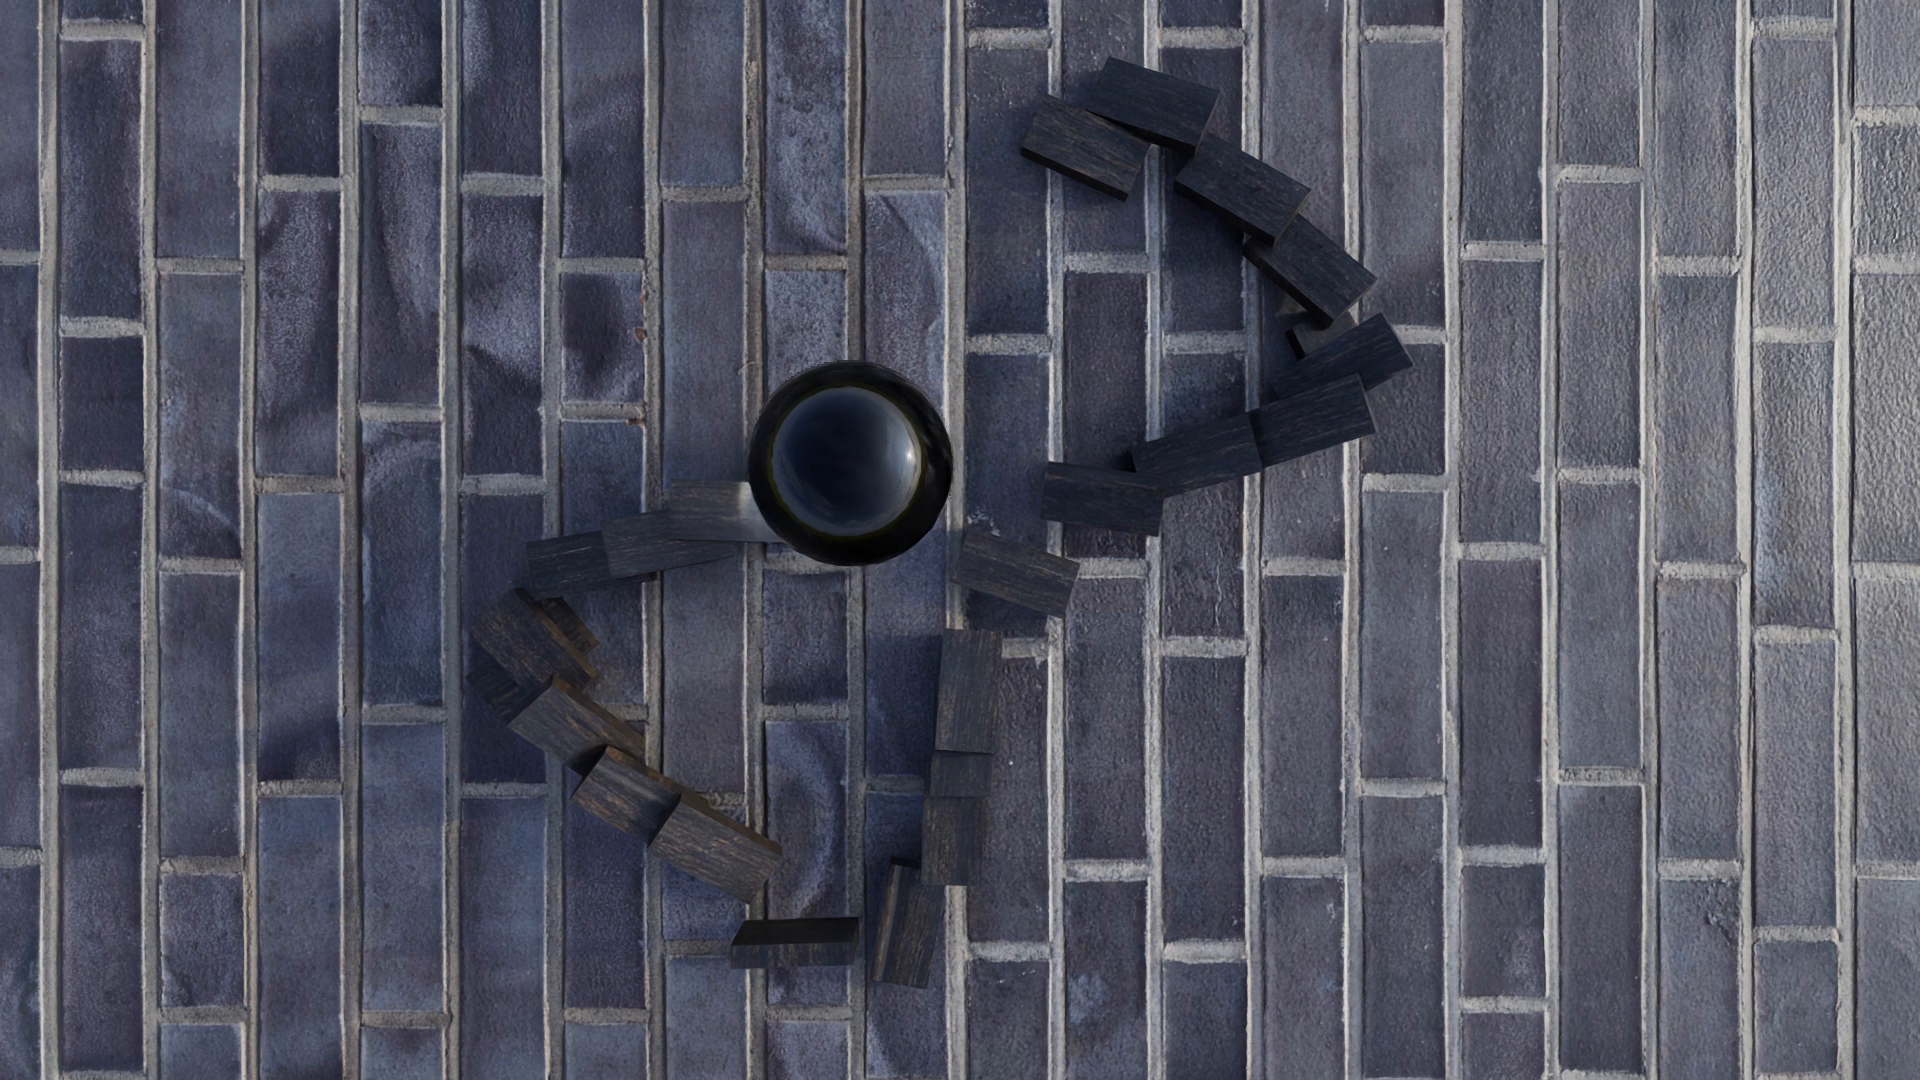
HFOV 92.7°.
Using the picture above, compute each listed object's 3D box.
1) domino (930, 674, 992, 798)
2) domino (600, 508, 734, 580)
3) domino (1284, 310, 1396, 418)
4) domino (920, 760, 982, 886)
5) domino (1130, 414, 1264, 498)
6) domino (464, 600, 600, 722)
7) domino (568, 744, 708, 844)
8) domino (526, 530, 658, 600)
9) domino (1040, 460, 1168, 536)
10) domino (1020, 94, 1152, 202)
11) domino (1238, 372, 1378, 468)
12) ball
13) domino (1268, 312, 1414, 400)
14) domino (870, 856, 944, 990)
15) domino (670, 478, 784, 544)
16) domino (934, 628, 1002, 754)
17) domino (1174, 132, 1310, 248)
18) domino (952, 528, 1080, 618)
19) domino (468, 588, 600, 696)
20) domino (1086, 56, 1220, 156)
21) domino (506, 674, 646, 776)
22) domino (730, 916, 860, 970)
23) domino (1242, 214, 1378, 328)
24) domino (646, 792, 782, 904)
[{"bbox_3d":[0.001,0.083,0.389,0.025,0.009,0.050,2,75,0],"label":"domino"},{"bbox_3d":[-0.124,0.000,0.389,0.050,0.010,0.025,-11,90,-16],"label":"domino"},{"bbox_3d":[0.164,-0.074,0.395,0.025,0.010,0.050,-27,90,0],"label":"domino"},{"bbox_3d":[-0.003,0.120,0.390,0.025,0.010,0.050,1,78,0],"label":"domino"},{"bbox_3d":[0.100,-0.034,0.390,0.050,0.010,0.025,-16,90,12],"label":"domino"},{"bbox_3d":[-0.184,0.052,0.395,0.050,0.009,0.025,-41,90,0],"label":"domino"},{"bbox_3d":[-0.135,0.111,0.388,0.050,0.009,0.025,36,90,-18],"label":"domino"},{"bbox_3d":[-0.159,0.009,0.395,0.050,0.010,0.025,-10,90,0],"label":"domino"},{"bbox_3d":[0.061,-0.018,0.390,0.050,0.009,0.025,9,95,11],"label":"domino"},{"bbox_3d":[0.054,-0.169,0.395,0.050,0.010,0.025,24,90,0],"label":"domino"},{"bbox_3d":[0.144,-0.049,0.383,0.050,0.009,0.025,-19,90,32],"label":"domino"},{"bbox_3d":[-0.043,-0.029,0.360,0.080,0.080,0.080,0,90,0],"label":"ball"},{"bbox_3d":[0.158,-0.070,0.381,0.050,0.009,0.025,-32,87,32],"label":"domino"},{"bbox_3d":[-0.022,0.165,0.395,0.025,0.009,0.050,10,90,0],"label":"domino"},{"bbox_3d":[-0.096,-0.012,0.387,0.050,0.009,0.025,2,86,-18],"label":"domino"},{"bbox_3d":[0.004,0.063,0.384,0.025,0.010,0.050,4,75,1],"label":"domino"},{"bbox_3d":[0.119,-0.149,0.390,0.050,0.009,0.025,36,90,13],"label":"domino"},{"bbox_3d":[0.024,0.014,0.395,0.050,0.009,0.025,18,90,0],"label":"domino"},{"bbox_3d":[-0.179,0.047,0.386,0.025,0.009,0.050,-41,90,0],"label":"domino"},{"bbox_3d":[0.082,-0.185,0.391,0.050,0.010,0.025,24,90,11],"label":"domino"},{"bbox_3d":[-0.160,0.080,0.383,0.025,0.009,0.050,-42,121,0],"label":"domino"},{"bbox_3d":[-0.069,0.170,0.388,0.050,0.025,0.010,-2,90,0],"label":"domino"},{"bbox_3d":[0.148,-0.117,0.390,0.025,0.010,0.050,-44,77,0],"label":"domino"},{"bbox_3d":[-0.104,0.131,0.389,0.050,0.010,0.025,35,90,-16],"label":"domino"}]
